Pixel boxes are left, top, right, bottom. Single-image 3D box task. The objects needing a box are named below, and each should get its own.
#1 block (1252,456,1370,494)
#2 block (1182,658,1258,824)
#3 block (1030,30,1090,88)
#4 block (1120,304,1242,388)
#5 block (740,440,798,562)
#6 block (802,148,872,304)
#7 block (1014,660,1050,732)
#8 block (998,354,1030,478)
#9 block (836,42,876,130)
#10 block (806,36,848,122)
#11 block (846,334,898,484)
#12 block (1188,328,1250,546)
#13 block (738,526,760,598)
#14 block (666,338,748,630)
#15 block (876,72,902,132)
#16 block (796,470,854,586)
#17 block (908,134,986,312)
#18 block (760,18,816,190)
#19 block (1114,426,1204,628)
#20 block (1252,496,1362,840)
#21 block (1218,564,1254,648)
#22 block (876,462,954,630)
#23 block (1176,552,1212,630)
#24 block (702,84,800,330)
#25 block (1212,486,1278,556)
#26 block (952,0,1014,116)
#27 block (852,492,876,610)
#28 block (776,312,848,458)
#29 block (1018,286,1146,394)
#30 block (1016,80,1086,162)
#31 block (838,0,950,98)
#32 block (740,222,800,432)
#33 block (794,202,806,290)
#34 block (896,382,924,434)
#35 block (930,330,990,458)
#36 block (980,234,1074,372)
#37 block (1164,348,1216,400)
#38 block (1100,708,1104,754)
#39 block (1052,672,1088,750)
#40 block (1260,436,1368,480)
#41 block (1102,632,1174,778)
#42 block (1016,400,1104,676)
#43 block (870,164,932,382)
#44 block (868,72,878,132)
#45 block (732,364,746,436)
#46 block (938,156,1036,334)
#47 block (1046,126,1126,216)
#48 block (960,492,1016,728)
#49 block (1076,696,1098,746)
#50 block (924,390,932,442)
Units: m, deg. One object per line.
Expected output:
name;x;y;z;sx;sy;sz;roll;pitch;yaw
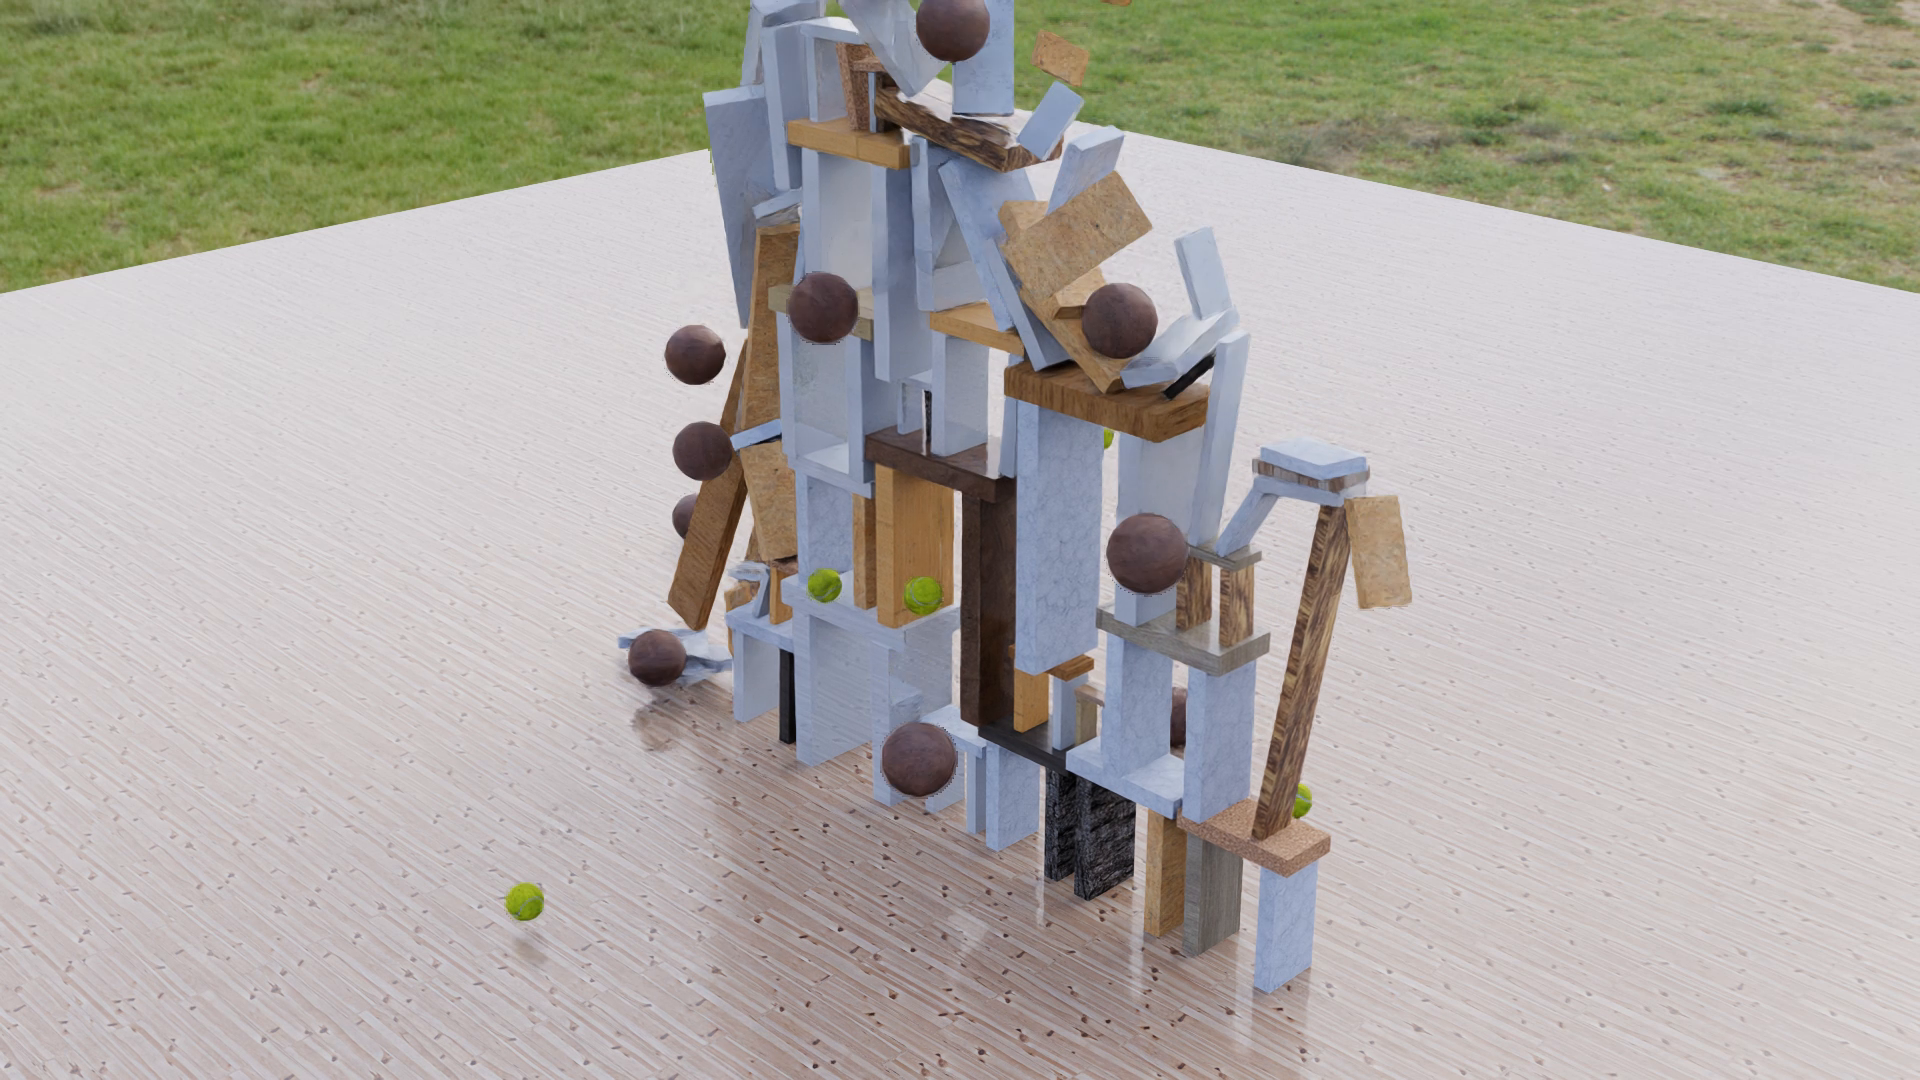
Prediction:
block;0.568;-0.116;3.565;0.086;0.024;0.173;-20;25;-38
block;0.457;0.338;3.866;0.140;0.296;0.040;-21;30;-40
block;0.178;-0.853;3.894;0.018;0.063;0.125;18;3;42
block;0.377;-0.331;3.757;0.113;0.032;0.227;-9;24;41
block;-0.377;-0.085;4.613;0.121;0.241;0.034;-12;0;-26
block;-0.233;-0.614;4.199;0.042;0.295;0.148;18;30;34
block;0.137;0.286;4.206;0.075;0.150;0.021;-21;31;-41
block;0.131;-0.241;4.002;0.034;0.238;0.119;25;33;35
block;-0.180;-0.840;4.041;0.023;0.159;0.080;6;22;42
block;-0.247;-0.865;4.101;0.023;0.159;0.080;19;30;41
block;-0.150;-0.271;4.256;0.042;0.296;0.148;22;32;40
block;0.432;-0.168;3.679;0.020;0.378;0.069;25;34;31
block;-0.404;0.005;4.887;0.121;0.258;0.034;12;8;-22
block;-0.529;-0.117;4.941;0.034;0.705;0.118;-8;39;-42
block;-0.128;-0.804;4.017;0.016;0.110;0.055;20;33;38
block;-0.276;-0.041;4.498;0.123;0.246;0.035;-22;32;-40
block;-0.013;-0.590;4.028;0.045;0.316;0.158;16;26;42
block;-0.294;-0.830;4.179;0.150;0.301;0.043;-22;26;-40
block;0.349;-0.040;3.829;0.050;0.350;0.175;21;31;41
block;0.577;0.221;3.683;0.081;0.657;0.023;-21;40;-40
block;0.473;0.106;3.752;0.020;0.140;0.070;19;30;41
block;-0.087;-0.009;4.310;0.048;0.336;0.168;21;31;39
block;0.407;0.080;3.814;0.070;0.140;0.020;-20;28;-39
block;-0.399;-0.657;4.385;0.150;0.573;0.043;-10;49;-6
block;0.489;-0.045;3.681;0.023;0.161;0.081;45;42;19
block;0.039;-0.859;3.890;0.106;0.212;0.030;0;1;-8
block;-0.157;0.005;4.389;0.035;0.246;0.123;22;32;39
block;-0.290;-0.326;4.386;0.148;0.296;0.042;-21;31;-40
block;0.224;-0.365;3.813;0.123;0.035;0.247;-21;63;-40
block;0.156;-0.722;3.790;0.063;0.125;0.018;40;14;20
block;-0.117;-0.905;3.915;0.030;0.212;0.106;-9;36;52
block;-0.386;-0.424;4.484;0.088;0.518;0.025;-10;47;-20
block;-0.274;-0.580;4.273;0.025;0.175;0.088;33;38;32
block;-0.096;-0.260;4.212;0.015;0.107;0.054;21;31;41
block;0.001;-0.284;4.100;0.034;0.238;0.119;21;30;39
block;0.139;-0.428;3.881;0.123;0.247;0.035;-21;-4;-39
block;0.402;-0.288;3.680;0.069;0.020;0.139;-42;2;-40
block;0.281;0.346;4.068;0.013;0.091;0.045;21;31;40
block;0.208;0.314;4.139;0.075;0.150;0.021;-21;31;-41
block;0.565;-0.131;3.520;0.086;0.024;0.173;-13;18;-23
block;0.324;0.279;3.985;0.140;0.280;0.040;-21;31;-40
block;0.181;-0.023;4.012;0.175;0.526;0.050;-21;31;-41
block;-0.094;-0.508;4.097;0.148;0.408;0.042;-21;31;-40
block;-0.142;-0.805;4.025;0.016;0.110;0.055;20;31;38
block;-0.407;-0.310;4.668;0.118;0.237;0.034;-9;40;-31
block;0.088;-0.537;3.936;0.158;0.316;0.045;-17;-5;-39
block;0.204;-0.591;3.755;0.032;0.227;0.113;40;45;25
block;0.078;0.113;4.199;0.048;0.473;0.168;21;31;40
block;0.236;0.341;4.115;0.045;0.119;0.013;-21;30;-40
block;-0.041;-0.243;4.172;0.015;0.107;0.054;19;30;41
